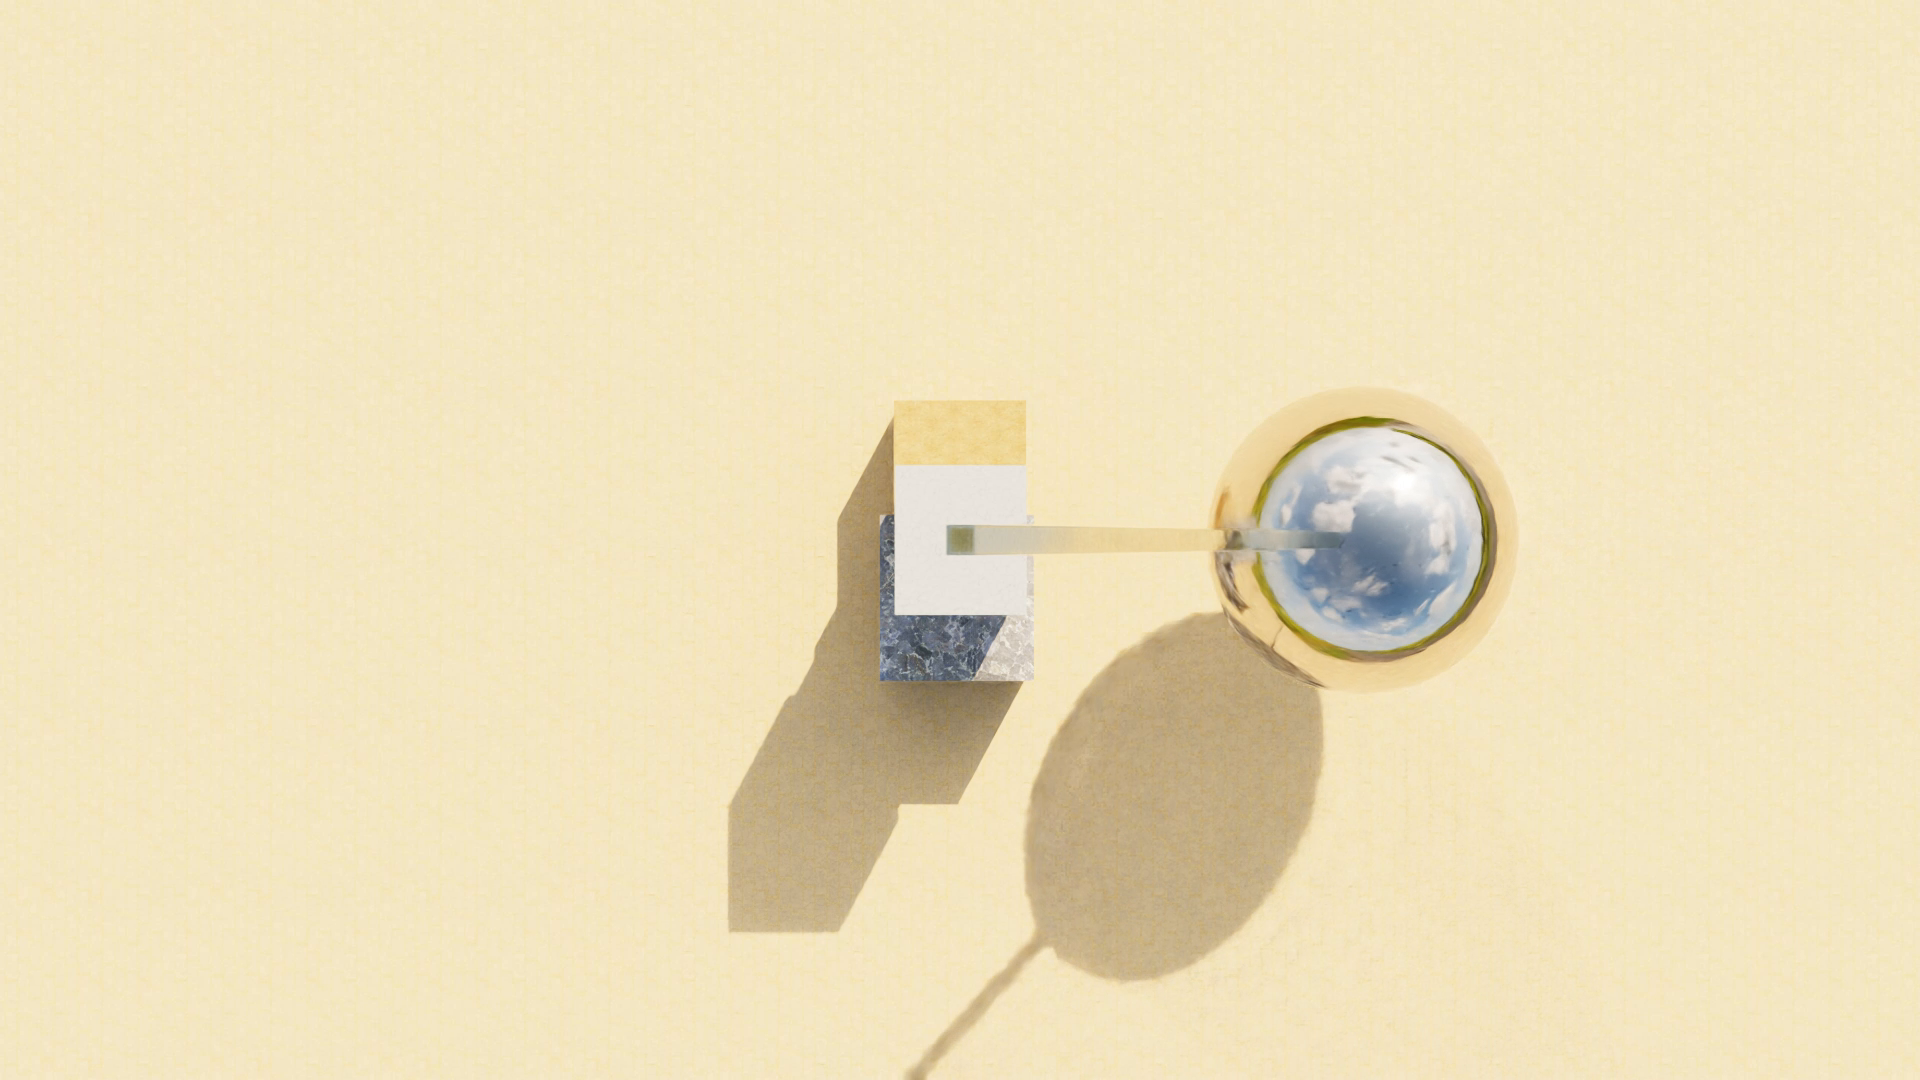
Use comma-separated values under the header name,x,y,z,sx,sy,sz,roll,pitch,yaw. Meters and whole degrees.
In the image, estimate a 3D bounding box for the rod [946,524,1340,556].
name,x,y,z,sx,sy,sz,roll,pitch,yaw
rod,0.899,0.000,8.199,0.080,5.200,0.080,0,90,20

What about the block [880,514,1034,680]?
name,x,y,z,sx,sy,sz,roll,pitch,yaw
block,-0.017,0.321,12.584,0.853,0.832,0.919,0,90,0

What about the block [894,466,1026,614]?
name,x,y,z,sx,sy,sz,roll,pitch,yaw
block,0.004,0.000,11.283,0.655,0.701,0.745,0,90,0

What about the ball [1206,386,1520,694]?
name,x,y,z,sx,sy,sz,roll,pitch,yaw
ball,2.074,0.000,11.390,1.600,1.600,1.600,0,90,0

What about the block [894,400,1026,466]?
name,x,y,z,sx,sy,sz,roll,pitch,yaw
block,0.000,-0.464,12.646,0.739,0.707,0.631,0,90,0
